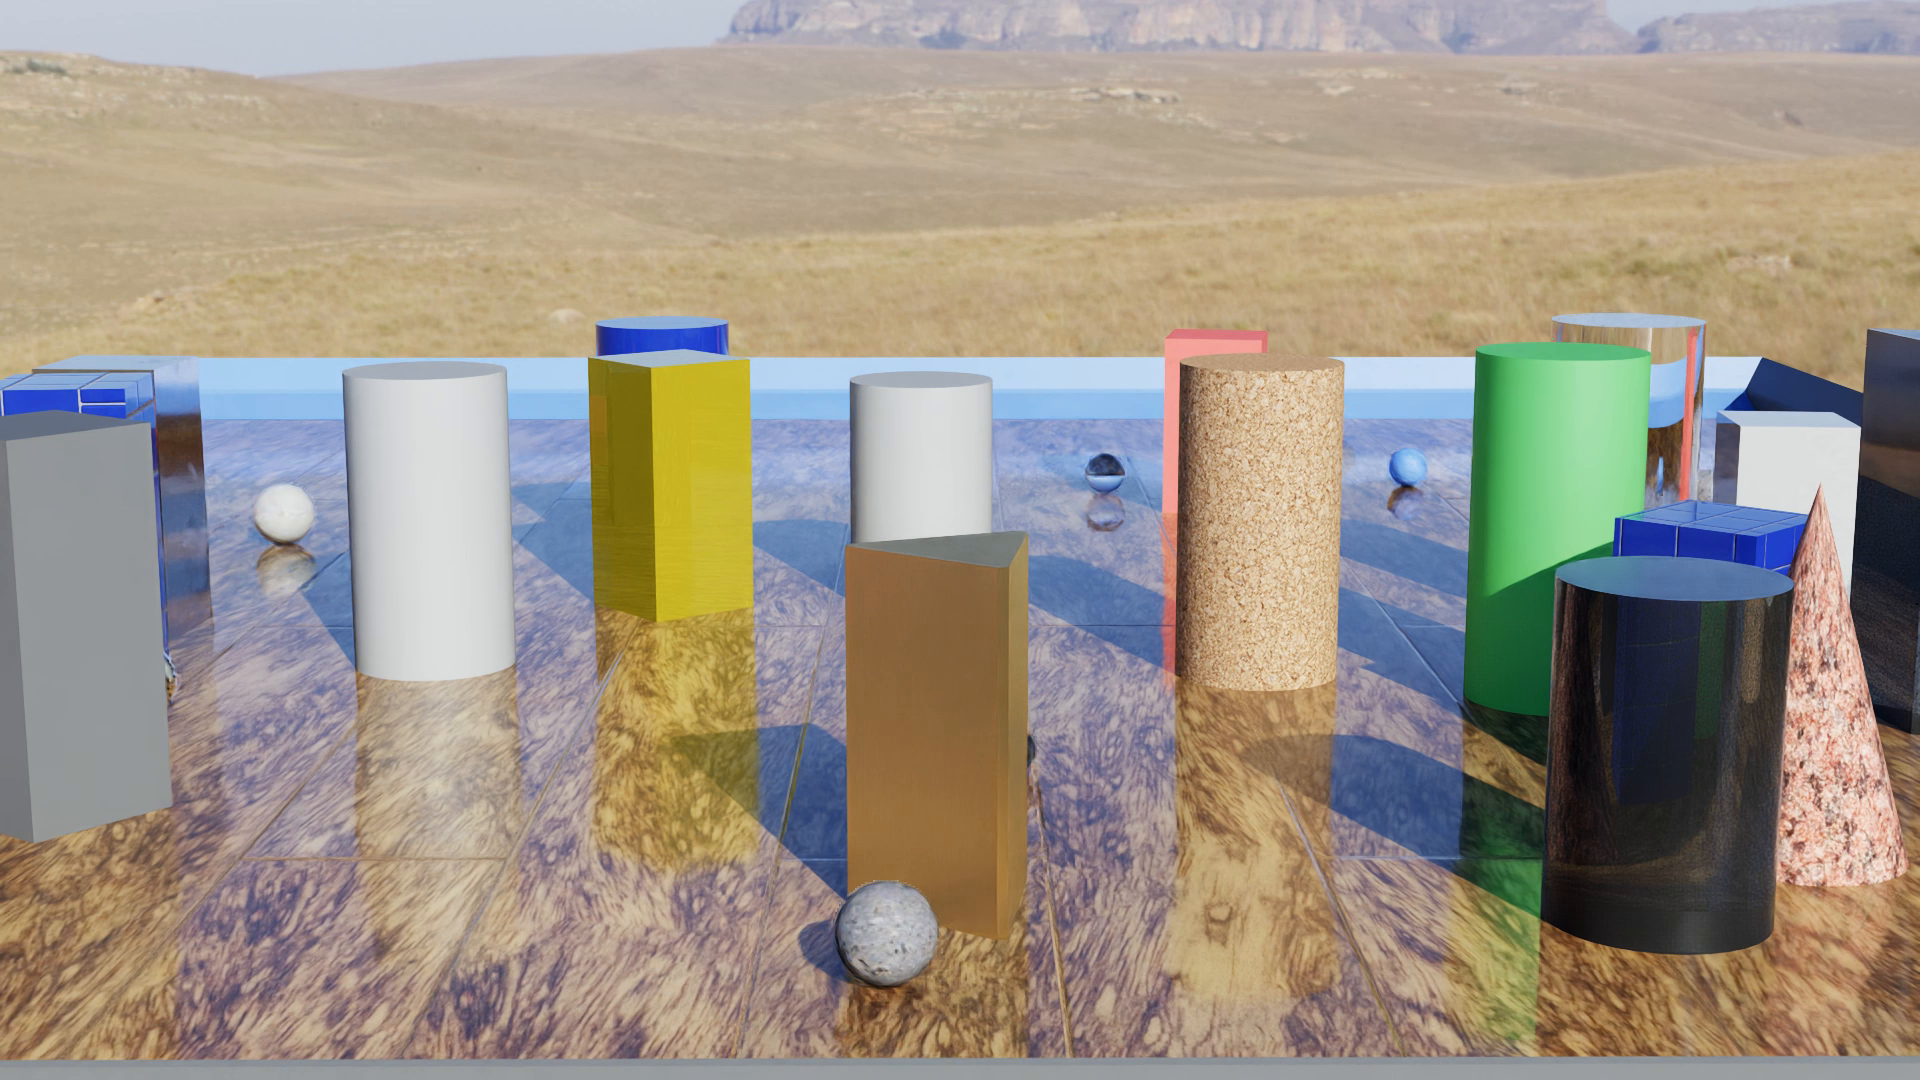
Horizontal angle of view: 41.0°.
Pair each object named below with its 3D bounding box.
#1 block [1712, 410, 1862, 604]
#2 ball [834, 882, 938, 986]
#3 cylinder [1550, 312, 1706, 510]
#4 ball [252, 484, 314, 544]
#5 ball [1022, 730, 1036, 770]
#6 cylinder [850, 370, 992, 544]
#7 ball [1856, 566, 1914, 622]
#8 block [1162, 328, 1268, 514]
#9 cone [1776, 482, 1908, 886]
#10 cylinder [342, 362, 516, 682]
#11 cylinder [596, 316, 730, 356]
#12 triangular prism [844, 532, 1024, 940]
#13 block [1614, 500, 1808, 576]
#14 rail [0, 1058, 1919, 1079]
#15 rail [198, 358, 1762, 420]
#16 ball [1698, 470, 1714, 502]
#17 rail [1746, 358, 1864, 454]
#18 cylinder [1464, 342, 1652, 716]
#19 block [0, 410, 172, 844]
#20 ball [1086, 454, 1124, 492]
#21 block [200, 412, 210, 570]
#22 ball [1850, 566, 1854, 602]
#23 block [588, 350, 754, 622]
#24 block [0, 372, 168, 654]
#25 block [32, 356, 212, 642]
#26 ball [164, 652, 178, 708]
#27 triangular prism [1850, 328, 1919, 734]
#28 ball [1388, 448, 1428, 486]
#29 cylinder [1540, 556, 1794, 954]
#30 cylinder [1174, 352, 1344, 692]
[{"bbox_3d":[1.117,-0.038,3.485,0.156,0.255,0.156,1,11,5],"label":"block"},{"bbox_3d":[-0.059,0.315,2.052,0.083,0.083,0.083,0,11,0],"label":"ball"},{"bbox_3d":[0.864,-0.087,3.350,0.195,0.400,0.195,0,11,0],"label":"cylinder"},{"bbox_3d":[-1.039,-0.040,3.939,0.093,0.093,0.093,0,11,0],"label":"ball"},{"bbox_3d":[0.055,0.219,2.669,0.047,0.047,0.047,0,11,0],"label":"ball"},{"bbox_3d":[-0.053,-0.069,3.517,0.195,0.304,0.195,0,11,0],"label":"cylinder"},{"bbox_3d":[1.222,0.072,3.391,0.073,0.073,0.073,0,11,0],"label":"ball"},{"bbox_3d":[0.424,-0.198,4.255,0.156,0.287,0.156,2,11,10],"label":"block"},{"bbox_3d":[0.783,0.120,2.366,0.195,0.352,0.195,0,11,0],"label":"cone"},{"bbox_3d":[-0.646,-0.027,3.131,0.195,0.362,0.195,0,11,0],"label":"cylinder"},{"bbox_3d":[-0.438,-0.147,3.804,0.195,0.352,0.195,0,11,0],"label":"cylinder"},{"bbox_3d":[0.013,0.160,2.239,0.169,0.320,0.146,8,13,36],"label":"triangular prism"},{"bbox_3d":[0.783,0.108,2.663,0.156,0.267,0.156,10,14,43],"label":"block"},{"bbox_3d":[0.011,0.376,1.599,3.352,0.127,0.045,0,11,0],"label":"rail"},{"bbox_3d":[-0.011,-0.311,5.299,3.352,0.127,0.045,0,11,0],"label":"rail"},{"bbox_3d":[1.230,-0.081,4.225,0.070,0.070,0.070,0,11,0],"label":"ball"},{"bbox_3d":[1.652,0.031,3.458,0.045,0.127,3.810,0,11,0],"label":"rail"},{"bbox_3d":[0.687,-0.016,2.959,0.195,0.404,0.195,0,11,0],"label":"cylinder"},{"bbox_3d":[-0.892,0.078,2.501,0.156,0.385,0.156,8,13,36],"label":"block"},{"bbox_3d":[0.249,-0.115,4.413,0.068,0.068,0.068,0,11,0],"label":"ball"},{"bbox_3d":[-1.173,-0.055,3.601,0.156,0.247,0.156,4,11,21],"label":"block"},{"bbox_3d":[1.229,0.061,3.464,0.068,0.068,0.068,0,11,0],"label":"ball"},{"bbox_3d":[-0.391,-0.078,3.469,0.156,0.338,0.156,-9,14,-39],"label":"block"},{"bbox_3d":[-1.017,0.001,2.961,0.156,0.370,0.156,-1,11,-6],"label":"block"},{"bbox_3d":[-1.081,-0.056,3.320,0.156,0.350,0.156,1,11,3],"label":"block"},{"bbox_3d":[-0.924,0.157,2.862,0.098,0.098,0.098,0,11,0],"label":"ball"},{"bbox_3d":[1.075,-0.017,2.890,0.169,0.431,0.146,-8,13,-36],"label":"triangular prism"},{"bbox_3d":[0.783,-0.128,4.483,0.067,0.067,0.067,0,11,0],"label":"ball"},{"bbox_3d":[0.603,0.179,2.194,0.195,0.299,0.195,0,11,0],"label":"cylinder"},{"bbox_3d":[0.359,-0.026,3.081,0.195,0.378,0.195,0,11,0],"label":"cylinder"}]
